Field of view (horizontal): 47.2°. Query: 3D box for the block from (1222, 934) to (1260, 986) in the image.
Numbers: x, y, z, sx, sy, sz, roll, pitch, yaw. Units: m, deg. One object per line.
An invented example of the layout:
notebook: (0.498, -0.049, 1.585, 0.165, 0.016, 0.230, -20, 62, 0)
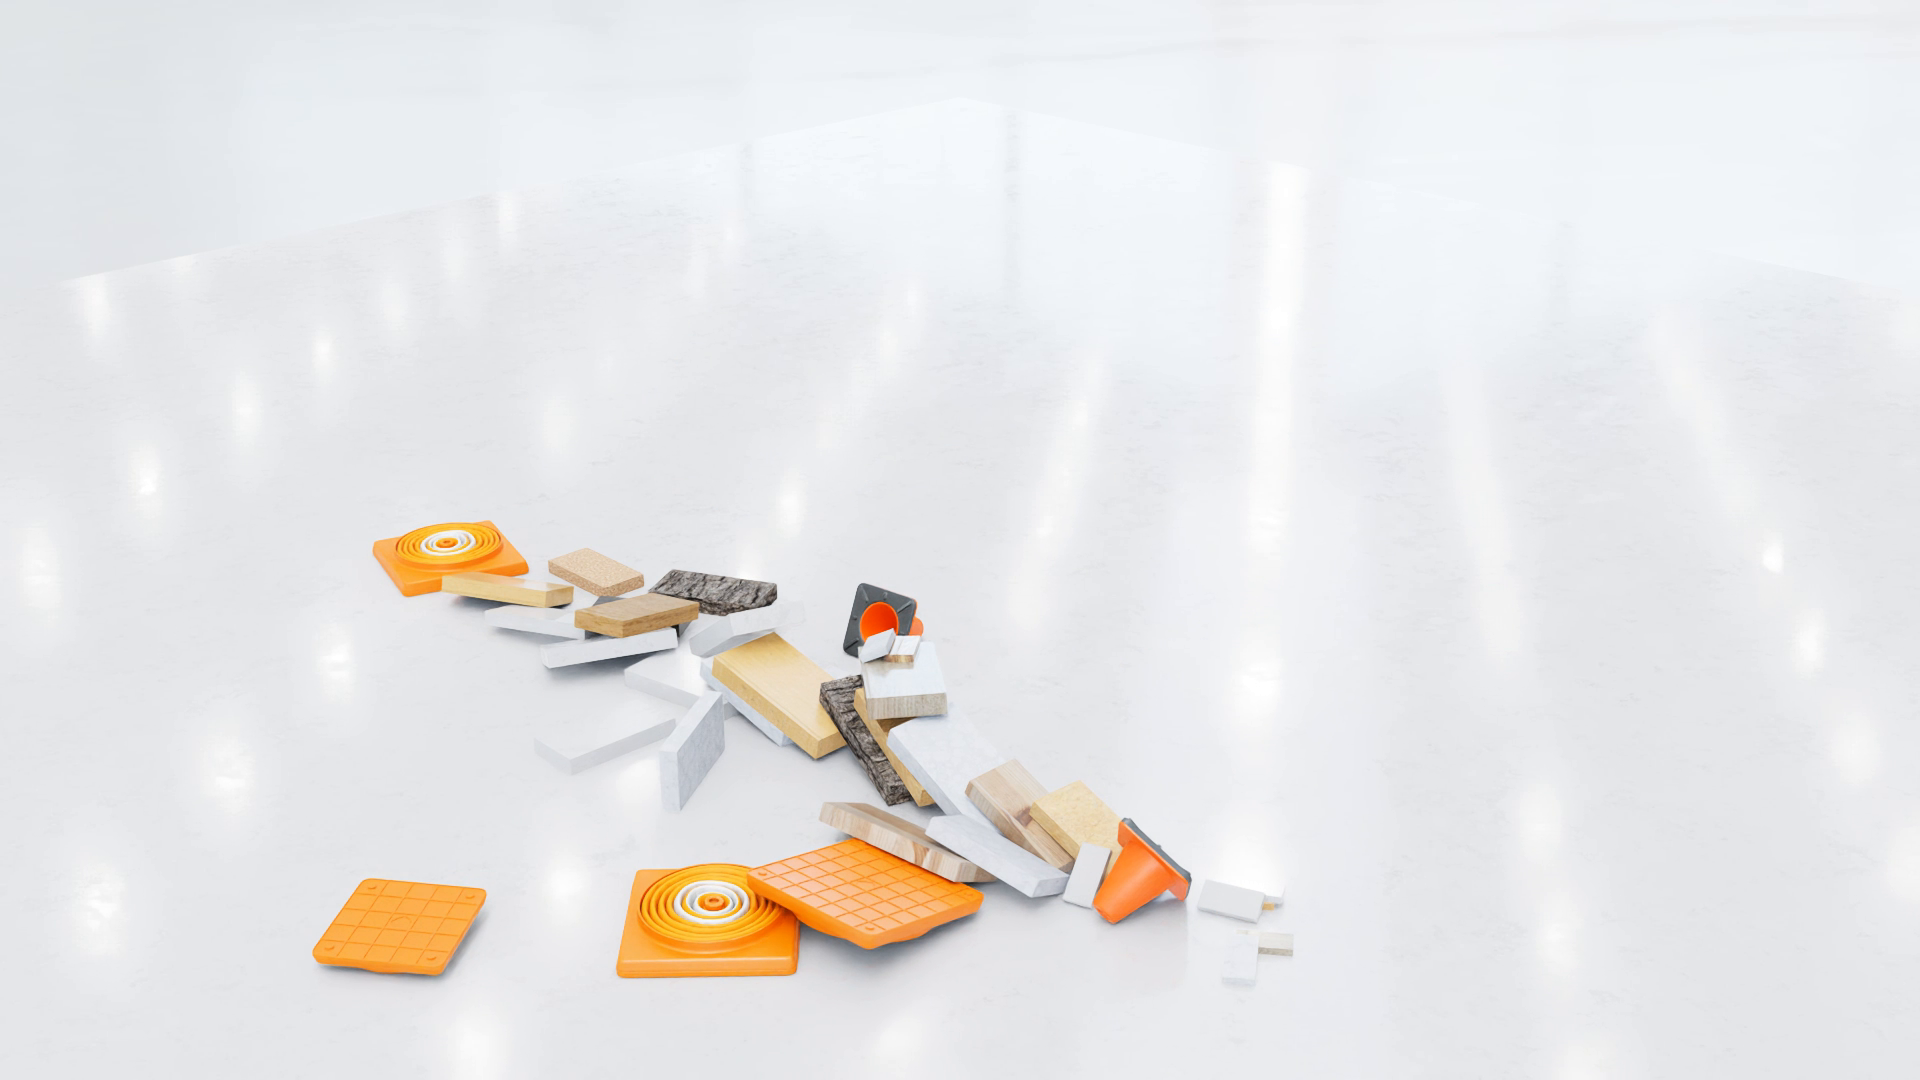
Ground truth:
block: (0.504, 0.753, 3.945, 0.058, 0.016, 0.116, 4, 31, 10)

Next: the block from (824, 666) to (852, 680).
block: (-0.309, 0.322, 4.981, 0.060, 0.017, 0.120, 19, 30, 38)

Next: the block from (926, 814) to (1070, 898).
block: (0.071, 0.599, 4.184, 0.255, 0.036, 0.127, 27, 9, 29)

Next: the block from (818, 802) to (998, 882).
block: (-0.099, 0.584, 4.265, 0.351, 0.039, 0.136, 18, 4, 36)

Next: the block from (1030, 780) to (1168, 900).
block: (0.267, 0.577, 4.248, 0.127, 0.036, 0.255, -20, 50, -39)

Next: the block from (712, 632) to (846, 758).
block: (-0.359, 0.333, 4.769, 0.174, 0.049, 0.347, -22, 45, -41)

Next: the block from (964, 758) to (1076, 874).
block: (0.141, 0.545, 4.303, 0.127, 0.036, 0.255, -22, 54, -40)

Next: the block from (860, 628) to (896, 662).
block: (-0.175, 0.225, 4.683, 0.060, 0.017, 0.120, -20, 13, 12)

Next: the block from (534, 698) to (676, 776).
block: (-0.761, 0.419, 4.723, 0.273, 0.039, 0.136, -20, 30, -39)

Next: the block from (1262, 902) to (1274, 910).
block: (0.540, 0.676, 4.150, 0.104, 0.015, 0.052, 3, 23, 7)

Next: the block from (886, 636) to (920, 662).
block: (-0.121, 0.232, 4.683, 0.060, 0.017, 0.120, -1, 16, 7)

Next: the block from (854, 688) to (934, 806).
block: (-0.079, 0.411, 4.549, 0.162, 0.046, 0.323, -11, 40, -25)

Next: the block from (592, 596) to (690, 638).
block: (-0.770, 0.183, 5.285, 0.239, 0.034, 0.120, 5, 23, 11)

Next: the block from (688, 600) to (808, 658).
block: (-0.484, 0.205, 4.985, 0.174, 0.049, 0.347, -11, -7, -24)

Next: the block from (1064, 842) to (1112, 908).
block: (0.242, 0.633, 4.153, 0.058, 0.016, 0.116, 12, 68, 26)

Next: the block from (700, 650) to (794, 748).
block: (-0.424, 0.336, 4.832, 0.148, 0.042, 0.295, -20, 43, -39)

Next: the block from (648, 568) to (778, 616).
block: (-0.606, 0.134, 5.394, 0.283, 0.040, 0.141, 7, 24, 17)

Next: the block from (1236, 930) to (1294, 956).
block: (0.555, 0.735, 4.010, 0.104, 0.015, 0.052, 3, 23, 8)

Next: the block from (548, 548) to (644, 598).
block: (-0.914, 0.084, 5.520, 0.120, 0.034, 0.239, -21, 31, -40)

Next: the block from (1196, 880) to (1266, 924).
block: (0.507, 0.675, 4.112, 0.116, 0.016, 0.058, 10, 57, 22)

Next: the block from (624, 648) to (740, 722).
block: (-0.594, 0.322, 4.948, 0.295, 0.042, 0.148, 16, 28, 32)

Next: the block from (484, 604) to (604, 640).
block: (-0.967, 0.192, 5.195, 0.299, 0.034, 0.120, 6, 10, 29)

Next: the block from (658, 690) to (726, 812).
block: (-0.554, 0.435, 4.561, 0.039, 0.136, 0.273, 5, 24, 13)

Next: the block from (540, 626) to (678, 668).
block: (-0.808, 0.244, 5.057, 0.295, 0.042, 0.148, -9, 4, -16)

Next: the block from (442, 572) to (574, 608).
block: (-1.104, 0.120, 5.373, 0.283, 0.040, 0.141, 8, 6, 17)

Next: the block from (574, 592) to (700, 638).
block: (-0.751, 0.174, 5.125, 0.141, 0.040, 0.283, 10, 12, 29)

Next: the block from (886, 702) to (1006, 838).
block: (0.014, 0.475, 4.407, 0.162, 0.046, 0.323, -22, 55, -33)

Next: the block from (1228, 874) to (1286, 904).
block: (0.559, 0.659, 4.150, 0.104, 0.015, 0.052, 7, 24, 16)

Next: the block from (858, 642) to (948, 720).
block: (-0.122, 0.291, 4.593, 0.162, 0.046, 0.323, -4, 16, -5)

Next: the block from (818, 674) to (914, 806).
block: (-0.145, 0.409, 4.619, 0.174, 0.049, 0.347, -11, 40, -26)
